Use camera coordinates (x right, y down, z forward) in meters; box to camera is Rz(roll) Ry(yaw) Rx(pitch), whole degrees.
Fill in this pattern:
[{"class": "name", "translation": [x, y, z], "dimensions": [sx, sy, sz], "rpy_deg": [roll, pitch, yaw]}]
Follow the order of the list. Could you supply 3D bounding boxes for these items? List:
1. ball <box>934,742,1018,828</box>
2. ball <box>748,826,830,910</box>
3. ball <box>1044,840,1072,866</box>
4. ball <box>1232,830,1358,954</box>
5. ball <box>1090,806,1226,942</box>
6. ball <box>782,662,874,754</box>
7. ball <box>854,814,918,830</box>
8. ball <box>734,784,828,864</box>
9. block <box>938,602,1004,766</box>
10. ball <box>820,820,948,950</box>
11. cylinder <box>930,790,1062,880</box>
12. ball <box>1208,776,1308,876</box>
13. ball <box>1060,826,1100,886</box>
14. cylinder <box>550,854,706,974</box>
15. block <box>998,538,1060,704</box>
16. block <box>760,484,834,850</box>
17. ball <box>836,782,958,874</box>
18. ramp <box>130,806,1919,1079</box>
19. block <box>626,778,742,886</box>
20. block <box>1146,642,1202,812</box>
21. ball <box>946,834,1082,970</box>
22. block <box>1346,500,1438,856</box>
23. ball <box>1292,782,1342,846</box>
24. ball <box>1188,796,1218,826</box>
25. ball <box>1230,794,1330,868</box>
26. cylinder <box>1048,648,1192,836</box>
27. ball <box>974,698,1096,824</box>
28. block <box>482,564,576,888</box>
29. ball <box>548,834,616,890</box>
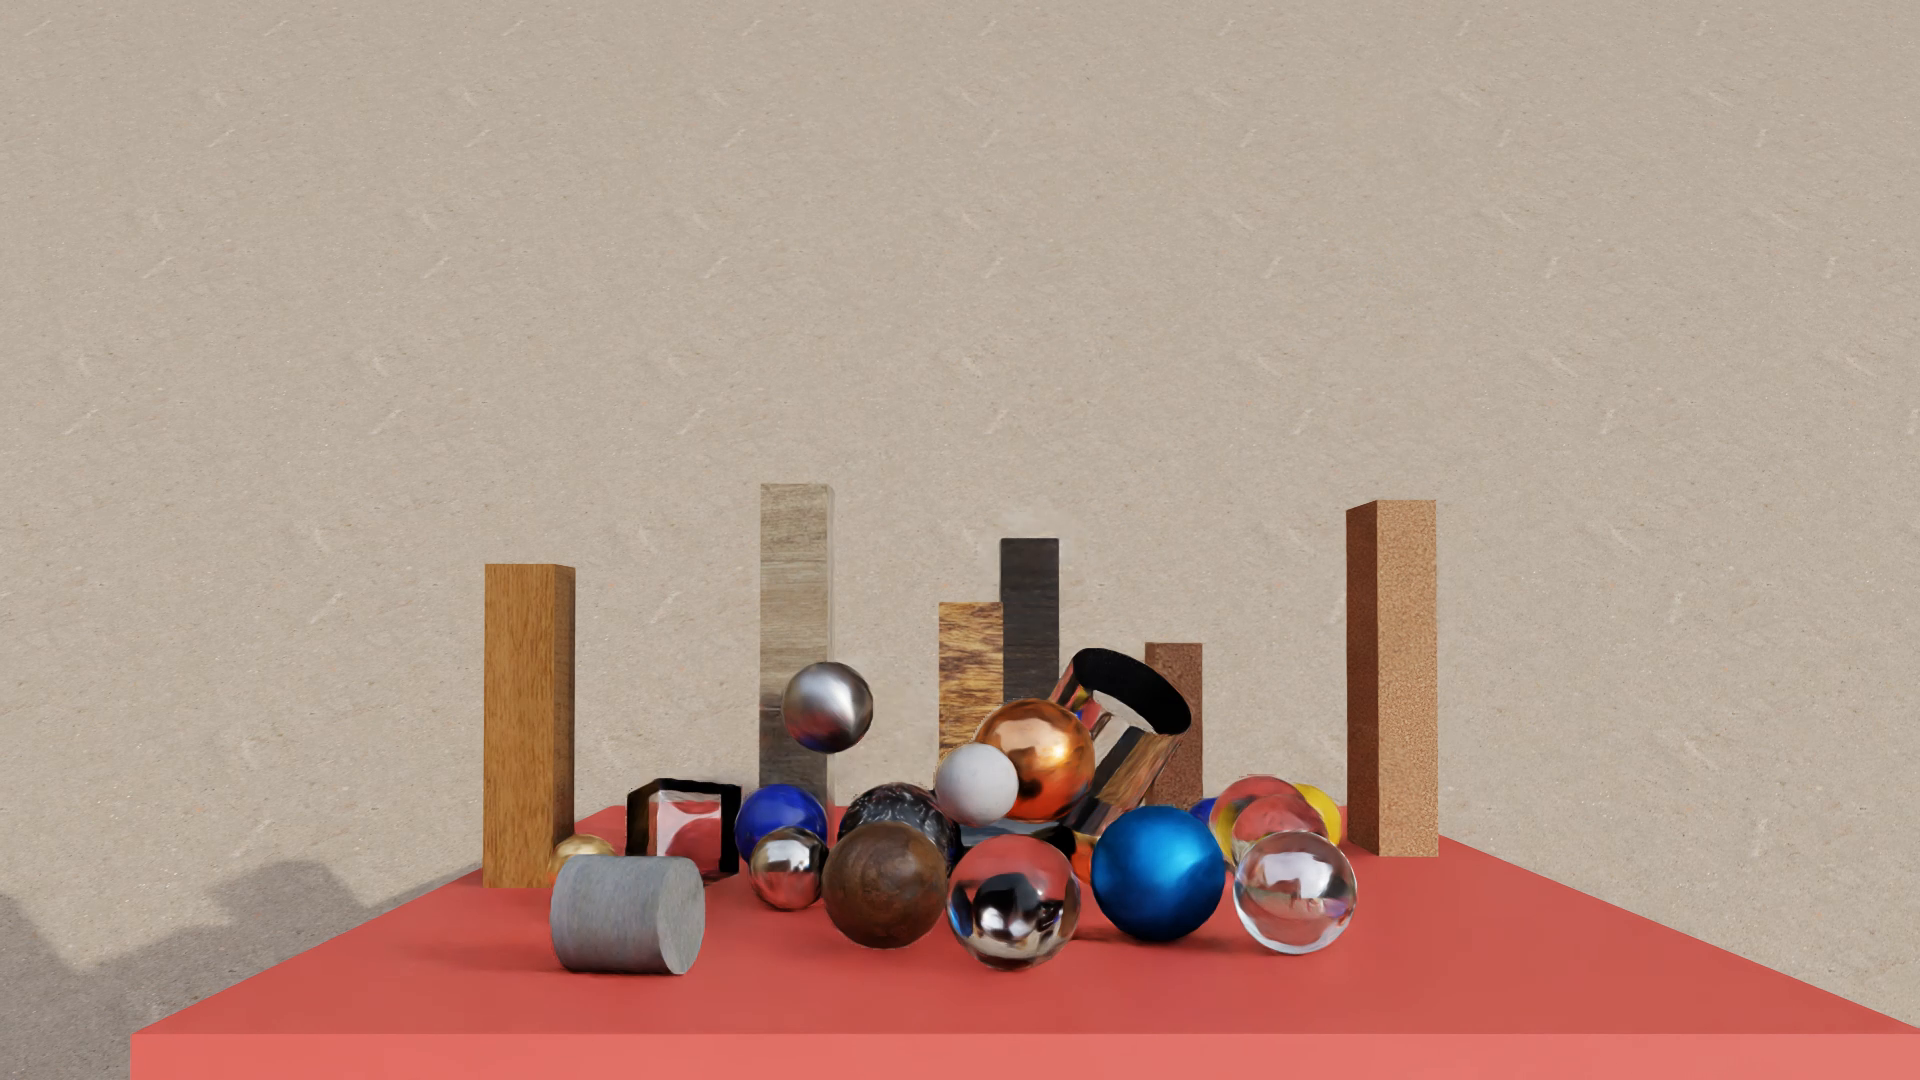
[{"class": "ball", "translation": [0.022, 0.330, 3.503], "dimensions": [0.113, 0.113, 0.113], "rpy_deg": [0, 36, 0]}, {"class": "ball", "translation": [-0.274, 0.531, 4.208], "dimensions": [0.137, 0.137, 0.137], "rpy_deg": [0, 36, 0]}, {"class": "ball", "translation": [0.096, 0.509, 3.794], "dimensions": [0.149, 0.149, 0.149], "rpy_deg": [0, 36, 0]}, {"class": "ball", "translation": [0.467, 0.491, 3.623], "dimensions": [0.172, 0.172, 0.172], "rpy_deg": [0, 36, 0]}, {"class": "ball", "translation": [0.287, 0.485, 3.782], "dimensions": [0.197, 0.197, 0.197], "rpy_deg": [0, 36, 0]}, {"class": "ball", "translation": [-0.219, 0.277, 4.306], "dimensions": [0.153, 0.153, 0.153], "rpy_deg": [0, 36, 0]}, {"class": "ball", "translation": [-0.126, 0.536, 4.420], "dimensions": [0.143, 0.143, 0.143], "rpy_deg": [0, 36, 0]}, {"class": "ball", "translation": [-0.299, 0.485, 4.345], "dimensions": [0.157, 0.157, 0.157], "rpy_deg": [0, 36, 0]}, {"class": "block", "translation": [0.019, 0.365, 4.650], "dimensions": [0.110, 0.502, 0.430], "rpy_deg": [0, -2, 0]}, {"class": "ball", "translation": [-0.107, 0.489, 3.685], "dimensions": [0.181, 0.181, 0.181], "rpy_deg": [0, 36, 0]}, {"class": "cylinder", "translation": [0.048, 0.507, 4.309], "dimensions": [0.193, 0.193, 0.193], "rpy_deg": [1, 33, -26]}, {"class": "ball", "translation": [0.543, 0.521, 4.676], "dimensions": [0.194, 0.194, 0.194], "rpy_deg": [0, 36, 0]}, {"class": "ball", "translation": [0.236, 0.490, 4.215], "dimensions": [0.148, 0.148, 0.148], "rpy_deg": [0, 36, 0]}, {"class": "cylinder", "translation": [-0.435, 0.492, 3.419], "dimensions": [0.153, 0.153, 0.153], "rpy_deg": [-1, 35, 18]}, {"class": "block", "translation": [0.132, 0.315, 4.994], "dimensions": [0.111, 0.628, 0.249], "rpy_deg": [0, -2, 0]}, {"class": "block", "translation": [-0.283, 0.260, 4.558], "dimensions": [0.115, 0.705, 0.251], "rpy_deg": [0, -2, 0]}, {"class": "ball", "translation": [-0.101, 0.486, 4.175], "dimensions": [0.193, 0.193, 0.193], "rpy_deg": [0, 36, 0]}, {"class": "ramp", "translation": [0.079, 0.675, 4.883], "dimensions": [2.000, 0.100, 4.000], "rpy_deg": [0, -2, 0]}, {"class": "block", "translation": [-0.481, 0.509, 4.518], "dimensions": [0.152, 0.152, 0.152], "rpy_deg": [9, 71, -26]}, {"class": "block", "translation": [0.489, 0.451, 5.959], "dimensions": [0.104, 0.431, 0.312], "rpy_deg": [0, -2, 0]}, {"class": "ball", "translation": [0.071, 0.480, 3.449], "dimensions": [0.181, 0.181, 0.181], "rpy_deg": [0, 36, 0]}, {"class": "block", "translation": [0.905, 0.287, 5.469], "dimensions": [0.119, 0.721, 0.427], "rpy_deg": [0, -2, 0]}, {"class": "ball", "translation": [0.645, 0.546, 4.960], "dimensions": [0.164, 0.164, 0.164], "rpy_deg": [0, 36, 0]}, {"class": "ball", "translation": [0.487, 0.557, 4.922], "dimensions": [0.140, 0.140, 0.140], "rpy_deg": [0, 36, 0]}, {"class": "ball", "translation": [0.553, 0.525, 4.492], "dimensions": [0.171, 0.171, 0.171], "rpy_deg": [0, 36, 0]}, {"class": "cylinder", "translation": [0.217, 0.311, 4.010], "dimensions": [0.207, 0.207, 0.207], "rpy_deg": [24, 26, -12]}, {"class": "ball", "translation": [0.103, 0.312, 3.672], "dimensions": [0.177, 0.177, 0.177], "rpy_deg": [0, 36, 0]}, {"class": "block", "translation": [-0.782, 0.333, 4.735], "dimensions": [0.124, 0.573, 0.254], "rpy_deg": [0, -2, 0]}, {"class": "ball", "translation": [-0.621, 0.544, 4.287], "dimensions": [0.118, 0.118, 0.118], "rpy_deg": [0, 36, 0]}]
